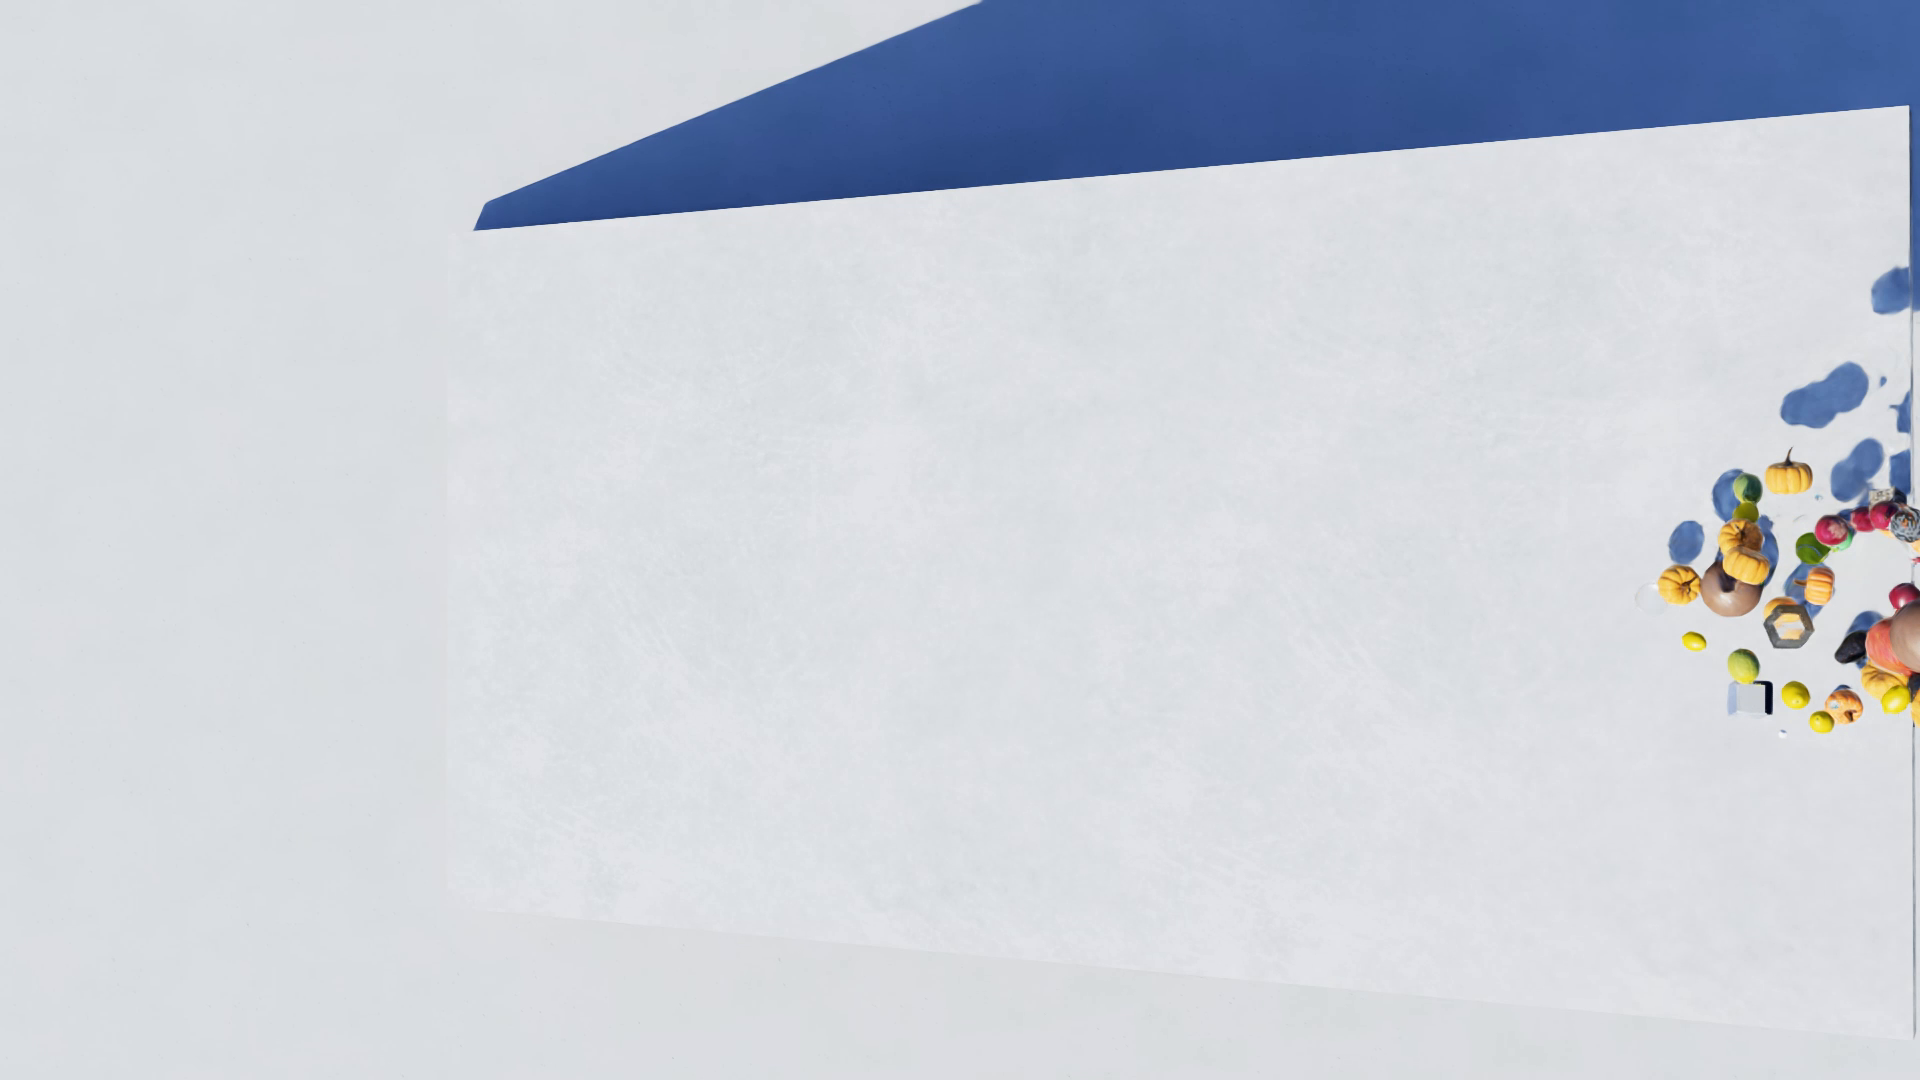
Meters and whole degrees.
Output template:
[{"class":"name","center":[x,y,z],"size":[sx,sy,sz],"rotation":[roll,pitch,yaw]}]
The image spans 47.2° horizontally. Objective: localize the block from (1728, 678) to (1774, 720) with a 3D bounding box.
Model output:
[{"class":"block","center":[1.654,0.333,4.605],"size":[0.069,0.069,0.069],"rotation":[6,76,-1]}]

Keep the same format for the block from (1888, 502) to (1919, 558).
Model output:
[{"class":"block","center":[1.719,-0.019,3.945],"size":[0.071,0.071,0.071],"rotation":[-36,72,12]}]

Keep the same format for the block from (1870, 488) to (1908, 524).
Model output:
[{"class":"block","center":[1.964,-0.073,4.652],"size":[0.055,0.055,0.055],"rotation":[23,66,-38]}]

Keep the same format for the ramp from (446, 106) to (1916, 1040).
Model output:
[{"class":"ramp","center":[0.278,0.079,5.662],"size":[4.000,0.100,2.000],"rotation":[0,89,27]}]

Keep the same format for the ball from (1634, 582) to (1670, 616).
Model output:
[{"class":"ball","center":[1.516,0.128,4.812],"size":[0.075,0.075,0.075],"rotation":[0,89,0]}]

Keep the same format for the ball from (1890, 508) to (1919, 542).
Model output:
[{"class":"ball","center":[1.513,-0.024,3.506],"size":[0.056,0.056,0.056],"rotation":[0,89,0]}]

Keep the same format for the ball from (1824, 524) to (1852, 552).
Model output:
[{"class":"ball","center":[1.895,-0.005,4.744],"size":[0.058,0.058,0.058],"rotation":[0,89,0]}]

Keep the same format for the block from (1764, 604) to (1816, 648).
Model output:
[{"class":"block","center":[1.492,0.156,3.958],"size":[0.056,0.056,0.056],"rotation":[2,50,-13]}]
